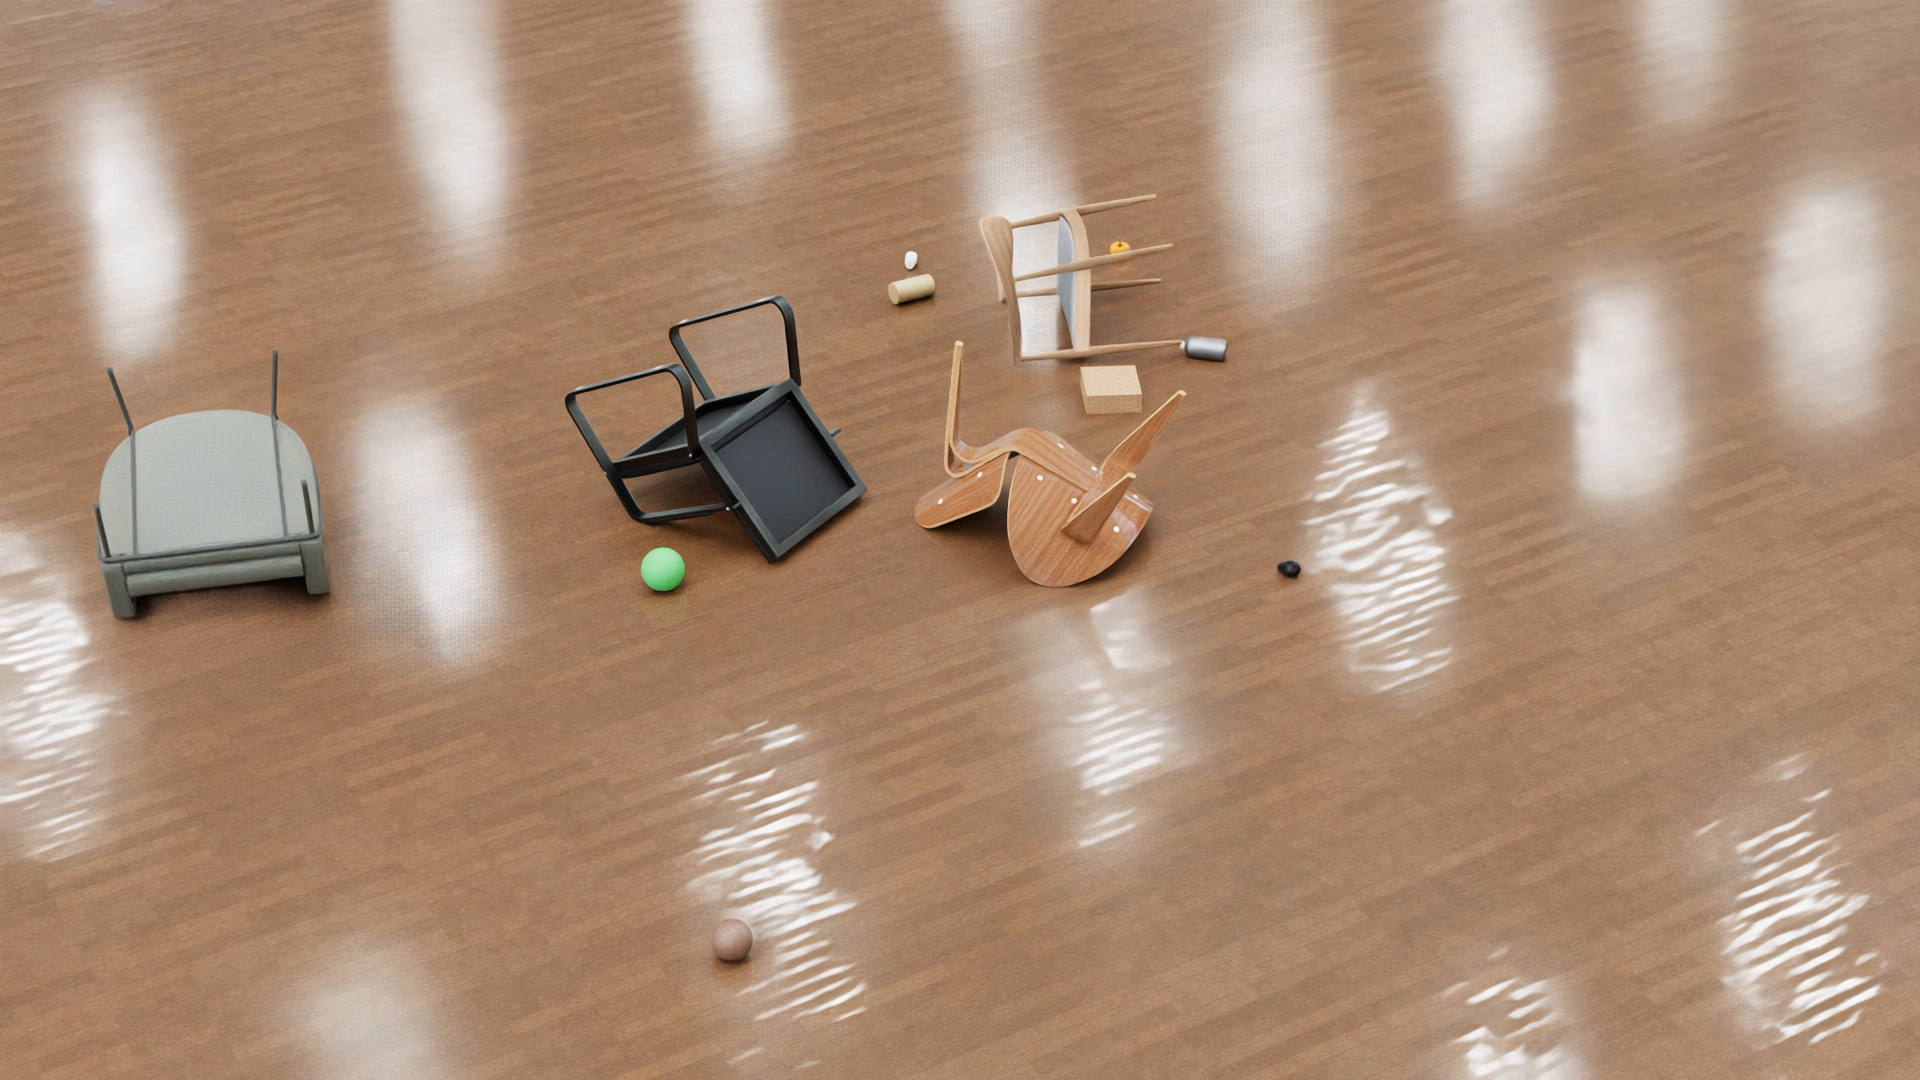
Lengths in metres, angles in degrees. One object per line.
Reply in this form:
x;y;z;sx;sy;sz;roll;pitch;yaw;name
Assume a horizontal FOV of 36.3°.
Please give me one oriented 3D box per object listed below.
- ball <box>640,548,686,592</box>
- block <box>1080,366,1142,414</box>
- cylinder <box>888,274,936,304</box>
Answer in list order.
-1.078;0.107;10.637;0.160;0.160;0.160;0;33;0;ball
0.606;-0.605;11.785;0.220;0.084;0.229;-2;33;-3;block
-0.206;-1.068;12.481;0.175;0.093;0.104;-16;21;-23;cylinder
